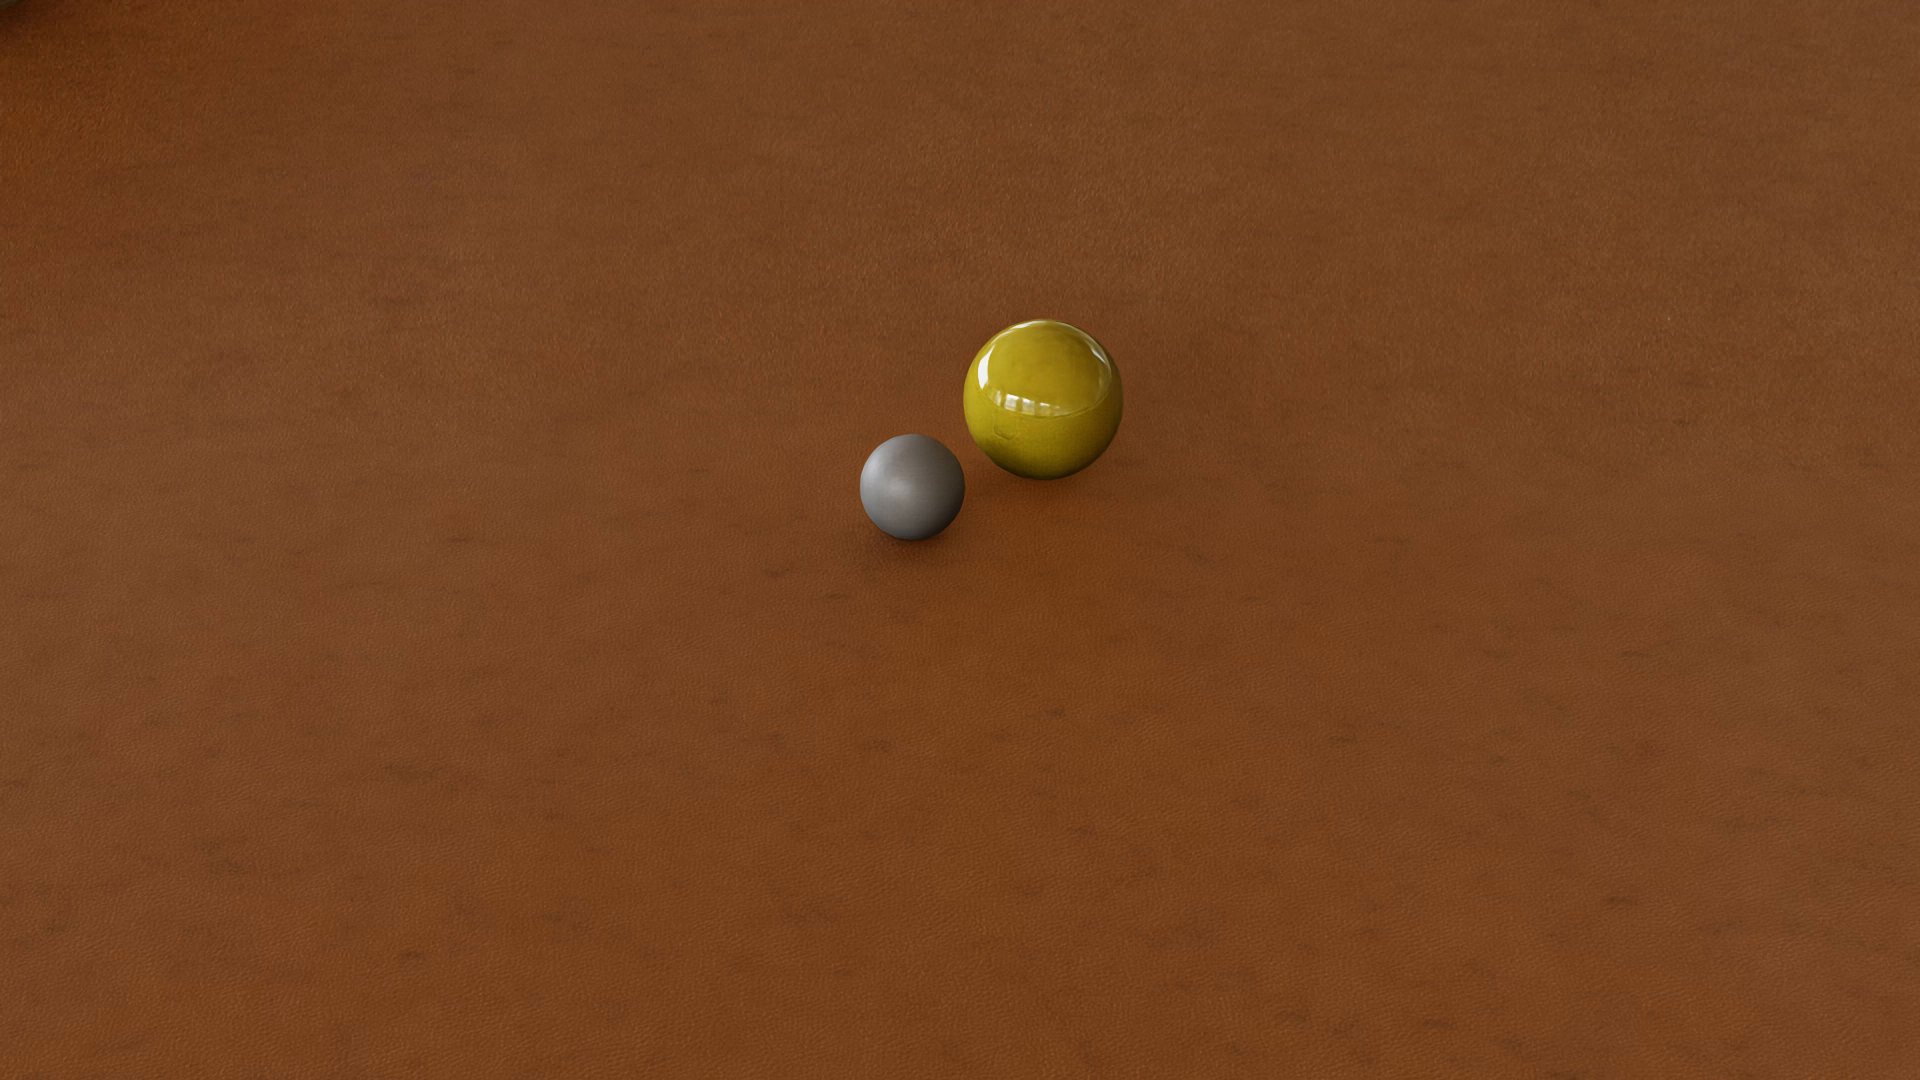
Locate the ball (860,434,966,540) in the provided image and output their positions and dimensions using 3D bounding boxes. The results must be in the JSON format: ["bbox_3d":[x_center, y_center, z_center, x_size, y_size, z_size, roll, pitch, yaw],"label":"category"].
[{"bbox_3d":[-0.027,-0.031,1.692,0.061,0.061,0.061,0,29,0],"label":"ball"}]

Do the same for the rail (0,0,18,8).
[{"bbox_3d":[-0.562,-0.732,2.882,0.045,0.125,4.199,14,32,23],"label":"rail"}]

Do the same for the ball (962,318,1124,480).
[{"bbox_3d":[0.050,-0.084,1.751,0.096,0.096,0.096,0,29,0],"label":"ball"}]
